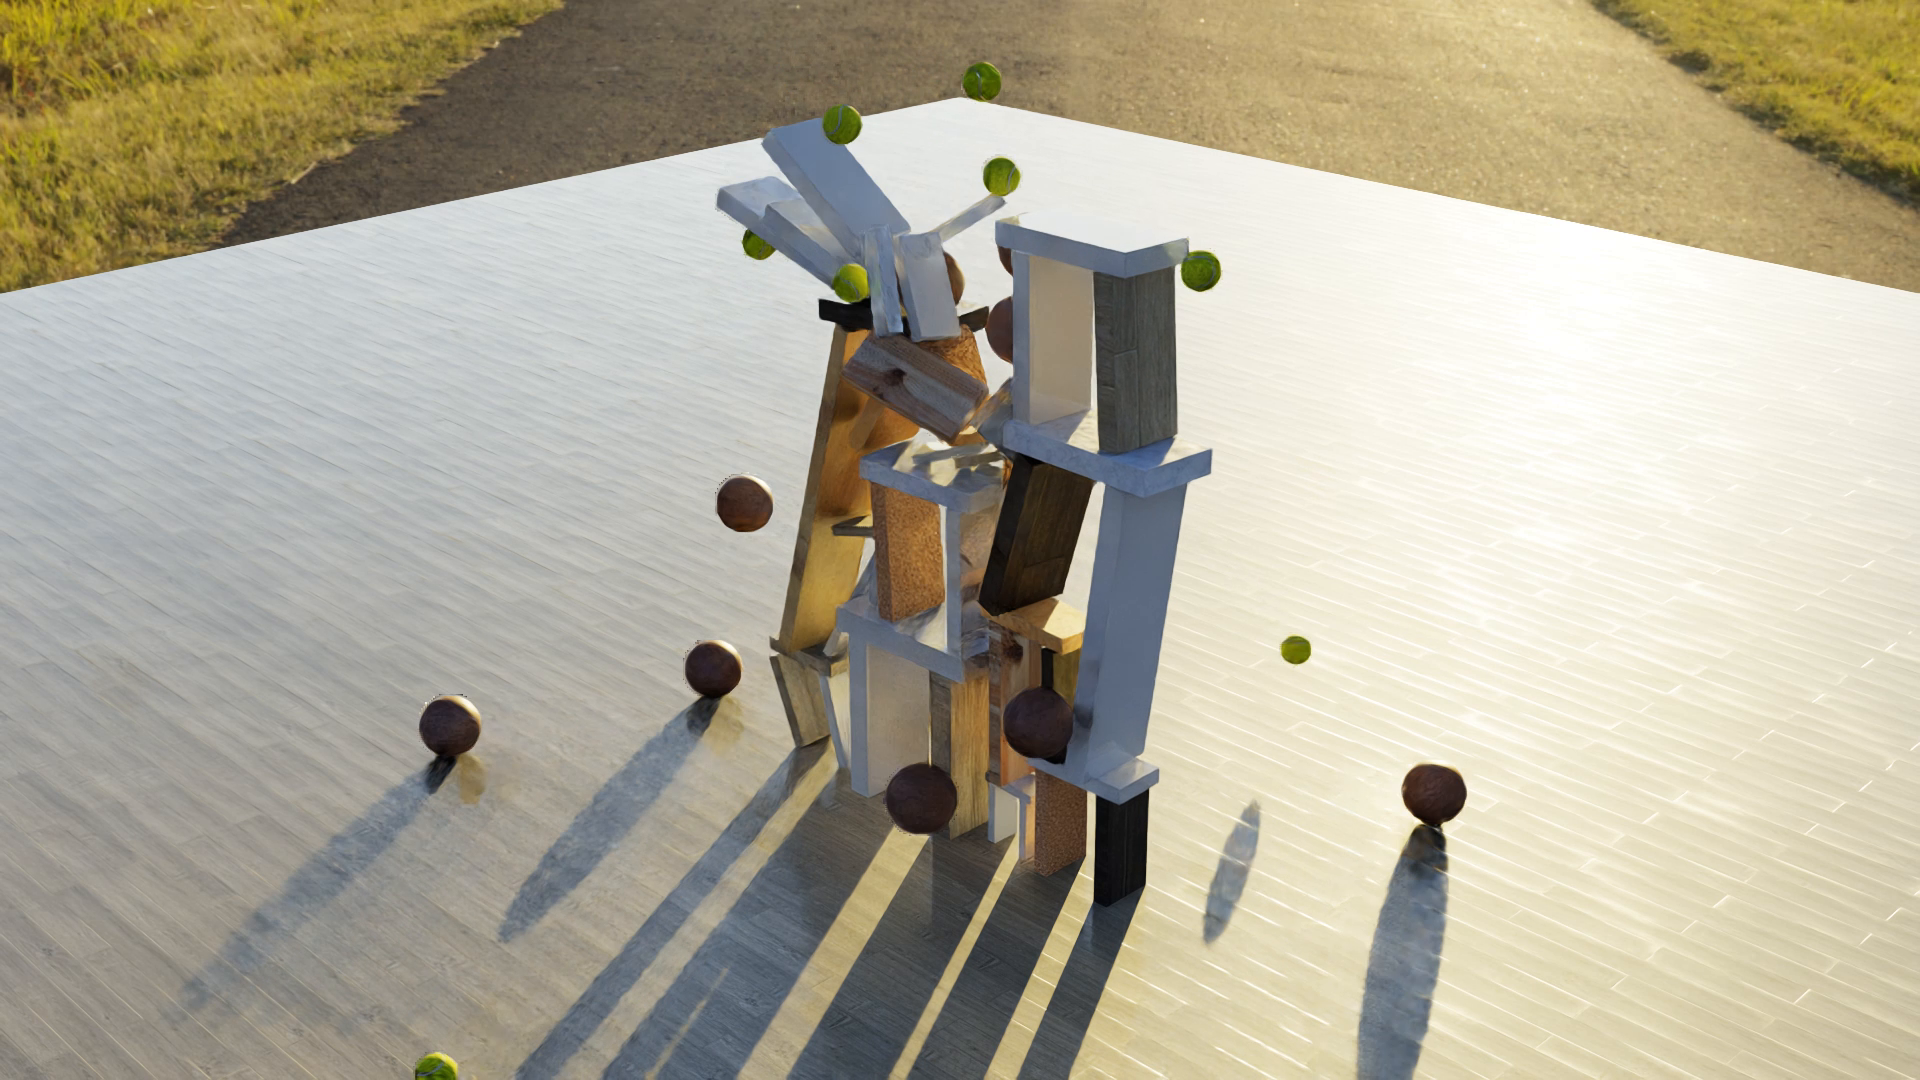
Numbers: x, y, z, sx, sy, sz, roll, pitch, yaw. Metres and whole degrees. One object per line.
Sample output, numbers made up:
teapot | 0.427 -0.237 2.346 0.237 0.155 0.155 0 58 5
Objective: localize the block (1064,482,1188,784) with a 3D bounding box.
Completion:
block | 0.298 0.152 3.960 0.049 0.601 0.172 29 36 36

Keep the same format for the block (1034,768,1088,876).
block | 0.195 0.523 4.235 0.033 0.230 0.115 21 31 41

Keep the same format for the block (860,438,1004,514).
block | -0.041 -0.123 4.222 0.285 0.040 0.143 20 30 37

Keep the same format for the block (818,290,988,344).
block | -0.108 -0.430 4.150 0.294 0.042 0.147 16 27 35

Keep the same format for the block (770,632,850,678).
block | -0.300 0.232 4.659 0.102 0.029 0.204 -19 28 -39

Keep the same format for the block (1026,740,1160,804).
block | 0.248 0.424 4.133 0.229 0.033 0.115 20 30 39

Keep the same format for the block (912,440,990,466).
block | -0.013 -0.176 4.211 0.144 0.020 0.072 -10 17 24

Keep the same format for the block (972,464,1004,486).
block | 0.075 -0.120 4.146 0.094 0.013 0.047 15 29 18

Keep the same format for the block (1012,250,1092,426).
block | 0.165 -0.370 3.901 0.155 0.310 0.044 -19 27 -38

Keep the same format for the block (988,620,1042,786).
block | 0.107 0.301 4.239 0.112 0.340 0.032 -19 28 -39

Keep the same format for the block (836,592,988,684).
block | -0.059 0.179 4.360 0.356 0.050 0.178 21 31 40

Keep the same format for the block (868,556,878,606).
block | -0.140 0.054 4.397 0.021 0.150 0.075 33 38 33

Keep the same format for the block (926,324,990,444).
block | -0.012 -0.287 4.067 0.119 0.238 0.034 -32 57 -10

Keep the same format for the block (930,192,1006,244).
block | -0.006 -0.595 4.147 0.188 0.027 0.094 -32 10 -7

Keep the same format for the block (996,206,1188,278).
block | 0.224 -0.514 3.782 0.155 0.044 0.310 -19 28 -39

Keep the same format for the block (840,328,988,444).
block | -0.081 -0.281 3.920 0.238 0.034 0.119 31 75 15

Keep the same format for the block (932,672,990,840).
block | 0.025 0.399 4.362 0.050 0.356 0.178 21 31 40

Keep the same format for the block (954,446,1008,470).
block | 0.068 -0.163 4.173 0.144 0.020 0.072 -10 9 22

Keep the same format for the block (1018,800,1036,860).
block | 0.144 0.554 4.290 0.018 0.129 0.064 21 30 41

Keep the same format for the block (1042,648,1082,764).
block | 0.205 0.296 4.103 0.112 0.225 0.032 -18 26 -37

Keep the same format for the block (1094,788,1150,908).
block | 0.304 0.565 4.136 0.033 0.230 0.115 21 31 41

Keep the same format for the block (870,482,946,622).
block | -0.102 0.005 4.338 0.143 0.285 0.040 -21 26 -40

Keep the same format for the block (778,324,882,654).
block | -0.240 -0.105 4.431 0.147 0.794 0.042 -17 45 -35

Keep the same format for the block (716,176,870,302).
block | -0.289 -0.588 4.268 0.390 0.041 0.145 37 39 28

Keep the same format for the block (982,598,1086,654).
block | 0.157 0.149 4.120 0.112 0.032 0.225 -18 28 -37

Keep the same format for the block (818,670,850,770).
block | -0.230 0.368 4.632 0.102 0.204 0.029 -21 14 -41

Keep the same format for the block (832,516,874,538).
block | -0.179 -0.026 4.398 0.075 0.021 0.150 -20 15 -42

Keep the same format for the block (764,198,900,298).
block | -0.227 -0.562 4.182 0.145 0.041 0.291 -18 47 -40

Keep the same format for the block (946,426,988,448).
block | 0.048 -0.204 4.149 0.144 0.020 0.072 -6 18 45

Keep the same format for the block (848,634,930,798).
block | -0.143 0.334 4.516 0.050 0.356 0.178 21 31 40

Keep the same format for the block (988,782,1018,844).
block | 0.085 0.529 4.348 0.064 0.129 0.018 -20 30 -39

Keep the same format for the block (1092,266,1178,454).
block | 0.302 -0.316 3.767 0.155 0.311 0.044 -19 25 -39

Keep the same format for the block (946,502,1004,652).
block | 0.041 0.059 4.213 0.143 0.285 0.040 -18 29 -37

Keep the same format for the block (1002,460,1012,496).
block | 0.105 -0.108 4.102 0.047 0.013 0.095 -3 56 -1

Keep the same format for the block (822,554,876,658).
block | -0.195 0.118 4.510 0.075 0.324 0.021 -24 62 -44

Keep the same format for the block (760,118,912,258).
block | -0.234 -0.670 4.172 0.145 0.041 0.291 -26 73 -46

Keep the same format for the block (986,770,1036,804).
block | 0.117 0.475 4.289 0.064 0.018 0.129 -18 29 -38

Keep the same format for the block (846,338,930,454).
block | -0.100 -0.287 4.210 0.147 0.294 0.042 -20 65 -38

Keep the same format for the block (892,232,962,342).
block | -0.060 -0.447 3.885 0.094 0.188 0.027 -9 -5 -42

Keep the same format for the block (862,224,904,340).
block | -0.137 -0.454 3.882 0.027 0.188 0.094 -8 1 -16

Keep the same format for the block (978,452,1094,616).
block | 0.148 -0.027 4.055 0.172 0.344 0.049 -17 46 -36

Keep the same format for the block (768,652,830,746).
block | -0.335 0.330 4.727 0.102 0.204 0.029 -22 9 -42

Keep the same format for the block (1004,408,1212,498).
block | 0.257 -0.163 3.870 0.172 0.049 0.344 -19 29 -39

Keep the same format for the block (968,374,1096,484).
block | 0.149 -0.174 4.057 0.119 0.294 0.034 -49 39 0
